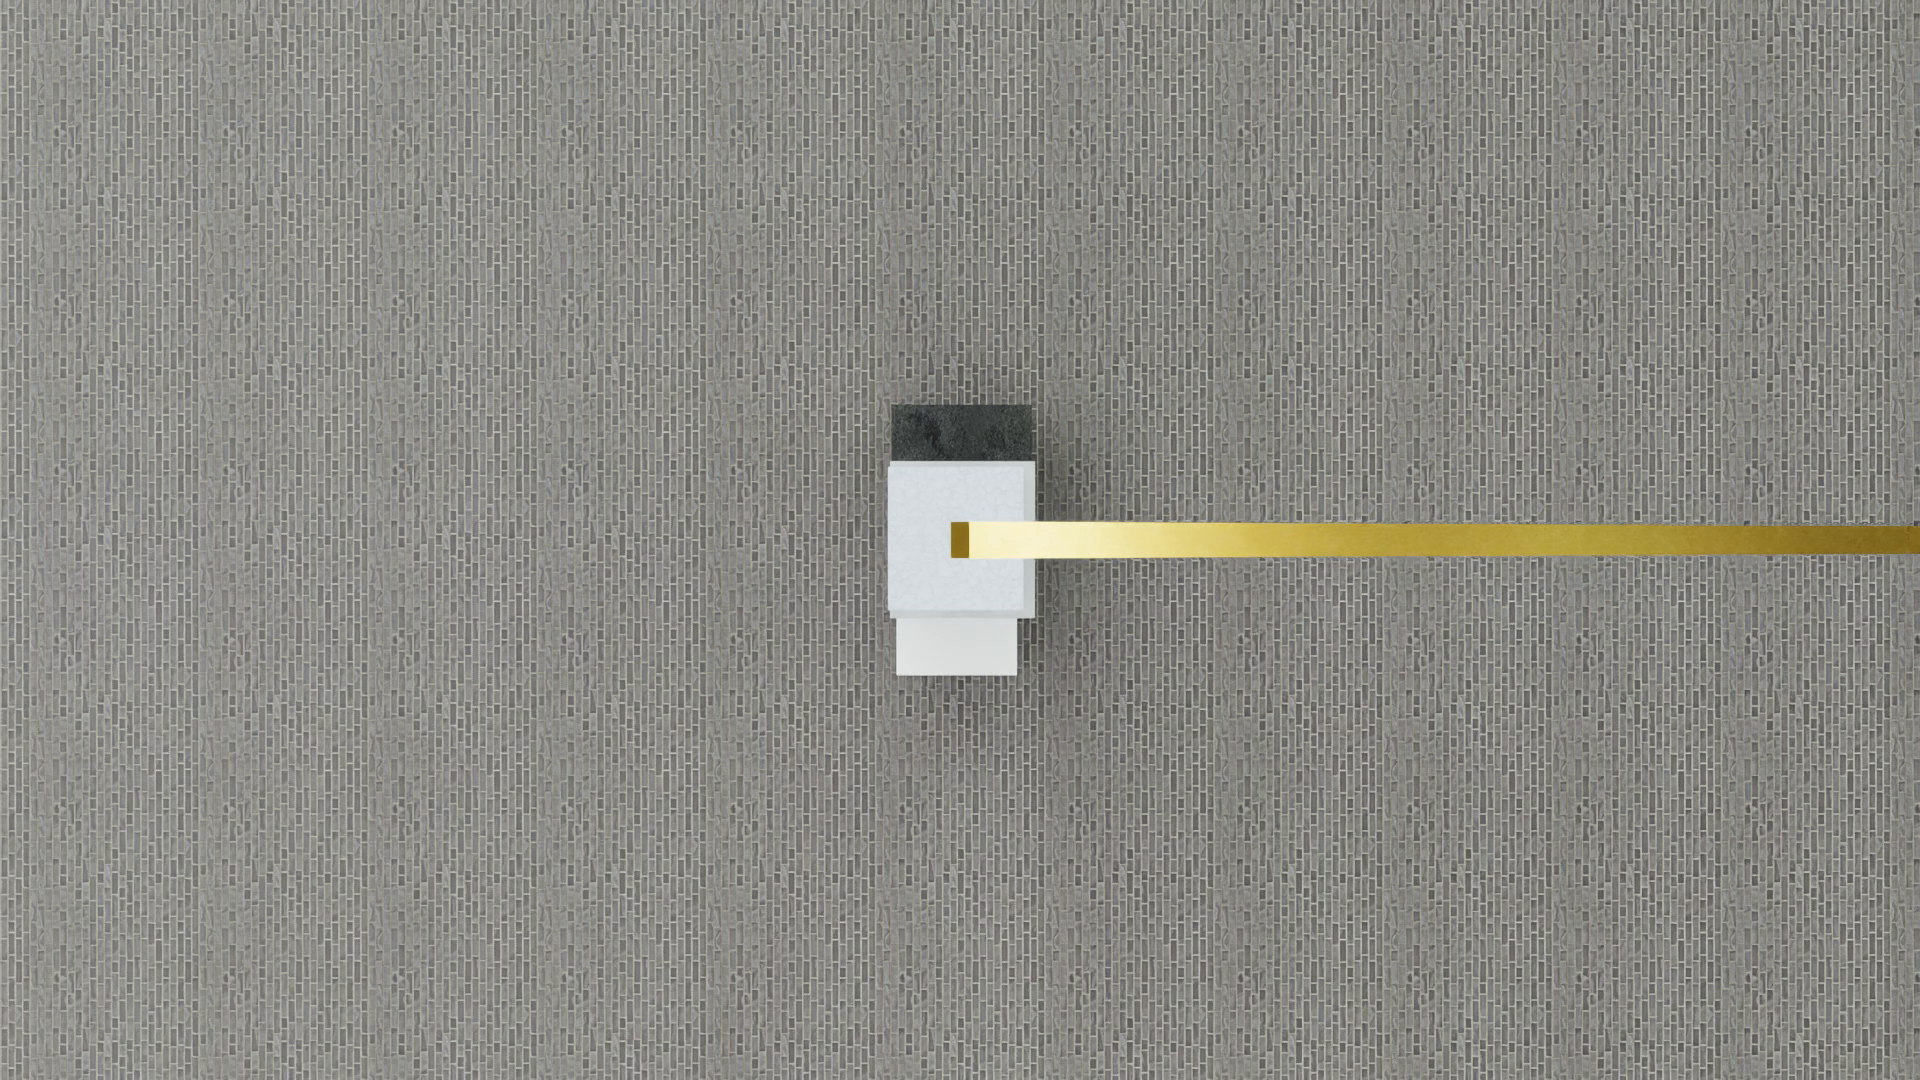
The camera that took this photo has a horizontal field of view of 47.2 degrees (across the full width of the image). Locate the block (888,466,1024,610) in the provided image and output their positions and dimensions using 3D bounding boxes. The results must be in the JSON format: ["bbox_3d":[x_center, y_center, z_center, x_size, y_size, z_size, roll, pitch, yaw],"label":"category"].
[{"bbox_3d":[-0.018,-0.006,9.629,0.575,0.589,0.608,0,90,0],"label":"block"}]

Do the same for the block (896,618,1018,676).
[{"bbox_3d":[-0.017,0.409,12.649,0.673,0.703,0.696,0,90,0],"label":"block"}]

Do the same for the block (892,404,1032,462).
[{"bbox_3d":[0.009,-0.353,12.652,0.787,0.695,0.808,0,90,0],"label":"block"}]

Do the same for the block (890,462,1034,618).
[{"bbox_3d":[0.013,-0.001,11.914,0.759,0.767,0.822,0,90,0],"label":"block"}]

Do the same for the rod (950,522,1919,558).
[{"bbox_3d":[2.234,0.000,6.131,5.200,0.080,0.080,0,90,-31],"label":"rod"}]
